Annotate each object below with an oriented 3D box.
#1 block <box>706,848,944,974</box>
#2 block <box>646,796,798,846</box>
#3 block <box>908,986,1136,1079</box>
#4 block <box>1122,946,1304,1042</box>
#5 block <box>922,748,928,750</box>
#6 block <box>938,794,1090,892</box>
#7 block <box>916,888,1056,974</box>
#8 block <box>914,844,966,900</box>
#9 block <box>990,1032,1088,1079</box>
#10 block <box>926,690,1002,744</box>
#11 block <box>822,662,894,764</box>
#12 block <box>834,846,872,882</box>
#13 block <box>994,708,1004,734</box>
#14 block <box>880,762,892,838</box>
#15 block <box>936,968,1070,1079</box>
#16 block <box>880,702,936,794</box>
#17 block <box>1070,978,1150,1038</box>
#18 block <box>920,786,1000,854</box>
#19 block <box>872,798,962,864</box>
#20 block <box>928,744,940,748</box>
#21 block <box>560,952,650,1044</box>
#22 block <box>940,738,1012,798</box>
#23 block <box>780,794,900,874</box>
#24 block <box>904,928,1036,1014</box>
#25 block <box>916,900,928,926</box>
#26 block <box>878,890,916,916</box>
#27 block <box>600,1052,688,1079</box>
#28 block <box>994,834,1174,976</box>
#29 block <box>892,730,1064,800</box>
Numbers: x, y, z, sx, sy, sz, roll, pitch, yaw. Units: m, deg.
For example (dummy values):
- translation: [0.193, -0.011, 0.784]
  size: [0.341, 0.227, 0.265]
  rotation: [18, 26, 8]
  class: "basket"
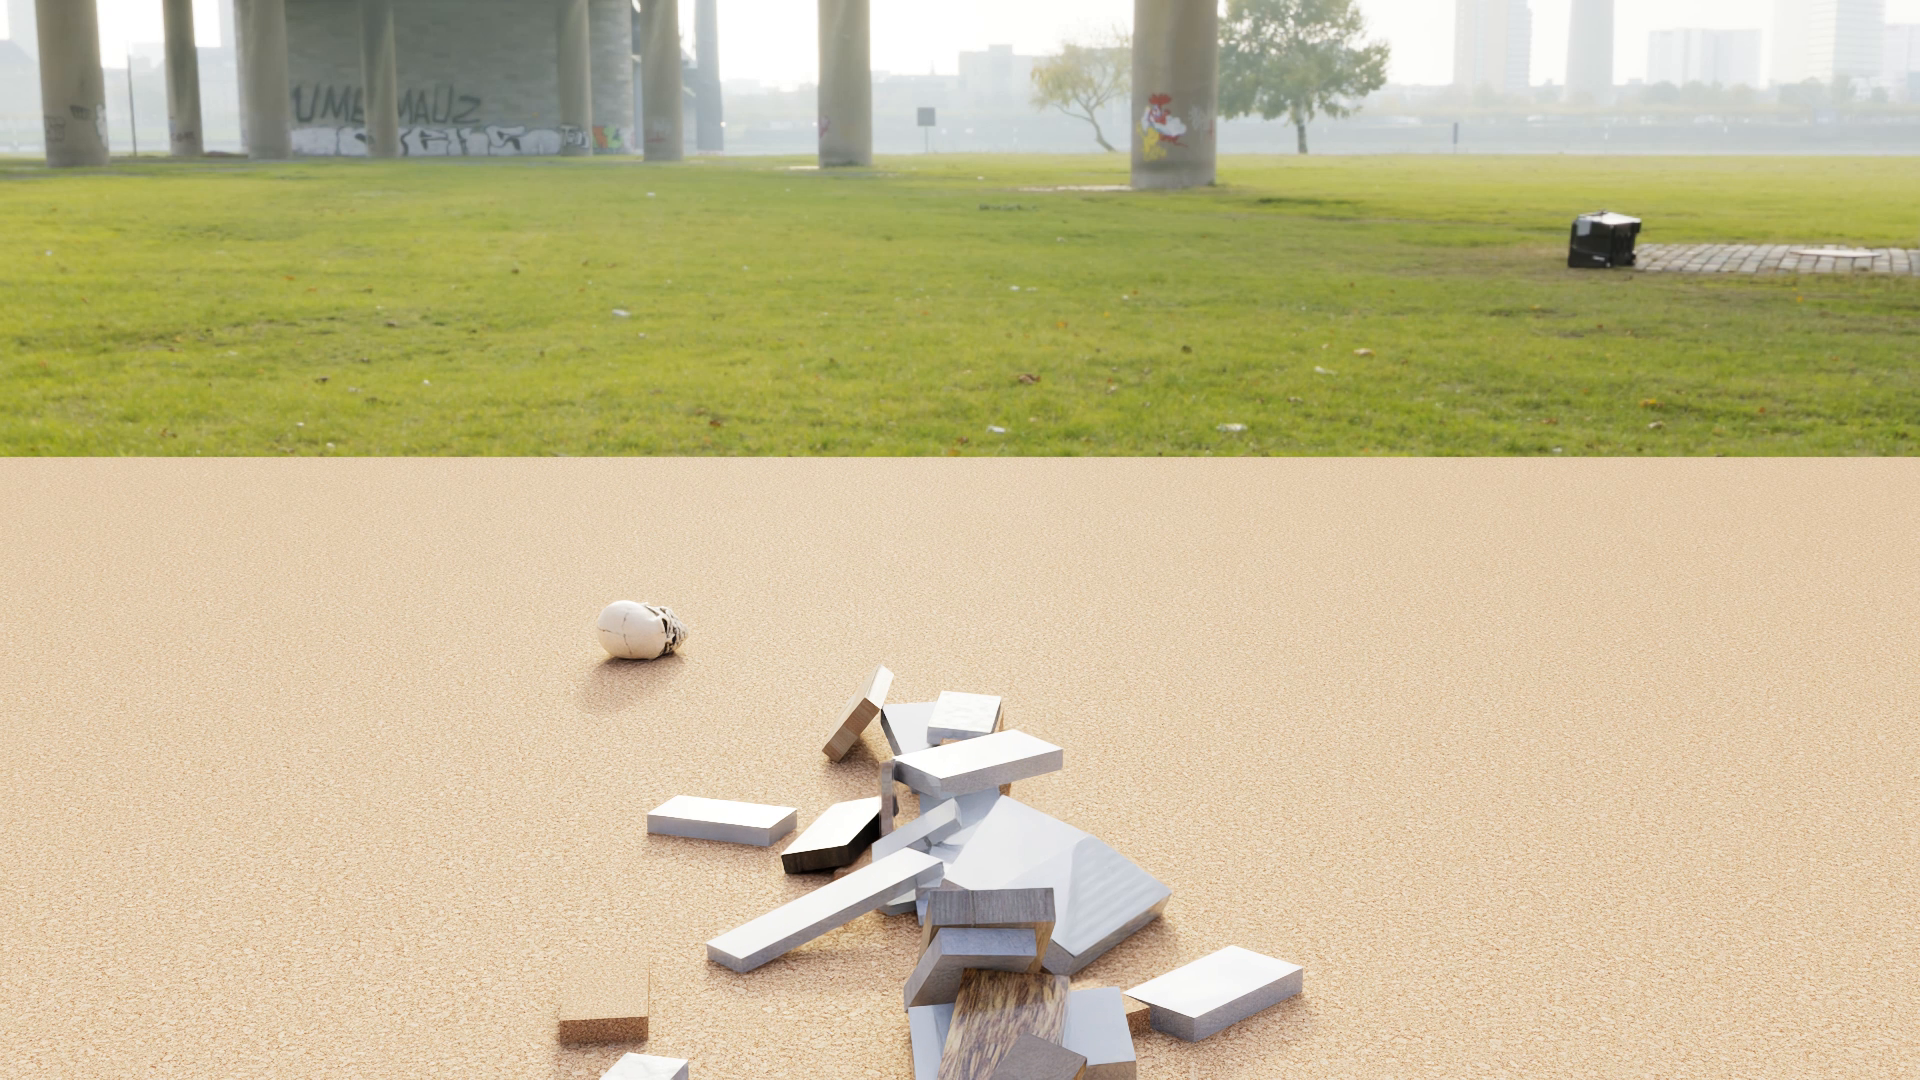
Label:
- translation: [-0.208, 0.582, 3.480]
  size: [0.416, 0.025, 0.090]
  rotation: [-20, 21, -39]
  class: "block"
- translation: [-0.433, 0.510, 4.003]
  size: [0.243, 0.034, 0.121]
  rotation: [4, 11, 20]
  class: "block"
- translation: [0.081, 0.673, 2.929]
  size: [0.288, 0.041, 0.144]
  rotation: [-5, 30, -4]
  class: "block"
- translation: [0.369, 0.658, 3.202]
  size: [0.130, 0.037, 0.261]
  rotation: [10, 14, 43]
  class: "block"
- translation: [-0.007, 0.463, 4.074]
  size: [0.120, 0.034, 0.240]
  rotation: [-1, 27, -3]
  class: "block"
- translation: [0.091, 0.534, 3.584]
  size: [0.167, 0.047, 0.334]
  rotation: [24, 22, 10]
  class: "block"
- translation: [0.032, 0.571, 3.091]
  size: [0.167, 0.047, 0.334]
  rotation: [-1, -29, -5]
  class: "block"
- translation: [-0.019, 0.546, 3.620]
  size: [0.081, 0.023, 0.163]
  rotation: [-3, 16, 11]
  class: "block"
- translation: [0.080, 0.692, 2.741]
  size: [0.090, 0.025, 0.179]
  rotation: [18, 34, 22]
  class: "block"
- translation: [0.009, 0.349, 4.277]
  size: [0.120, 0.034, 0.240]
  rotation: [5, 13, 5]
  class: "block"
- translation: [-0.210, 0.355, 4.553]
  size: [0.041, 0.144, 0.289]
  rotation: [38, 10, -4]
  class: "block"
- translation: [-0.166, 0.559, 3.781]
  size: [0.070, 0.020, 0.140]
  rotation: [2, 11, 9]
  class: "block"
- translation: [0.009, 0.404, 4.557]
  size: [0.144, 0.041, 0.289]
  rotation: [1, 11, 5]
  class: "block"
- translation: [-0.130, 0.472, 3.889]
  size: [0.020, 0.140, 0.070]
  rotation: [0, -28, -3]
  class: "block"
- translation: [0.054, 0.672, 2.851]
  size: [0.144, 0.041, 0.288]
  rotation: [3, 31, 10]
  class: "block"
- translation: [-0.057, 0.408, 4.356]
  size: [0.144, 0.041, 0.289]
  rotation: [-3, 24, -14]
  class: "block"
- translation: [0.124, 0.681, 3.080]
  size: [0.261, 0.037, 0.131]
  rotation: [-8, 13, -35]
  class: "block"
- translation: [0.000, 0.503, 3.821]
  size: [0.140, 0.040, 0.281]
  rotation: [1, 26, -1]
  class: "block"
- translation: [-0.073, 0.503, 3.737]
  size: [0.163, 0.023, 0.081]
  rotation: [-30, 17, 7]
  class: "block"
- translation: [0.000, 0.424, 4.231]
  size: [0.120, 0.034, 0.240]
  rotation: [4, 27, -2]
  class: "block"
- translation: [-0.512, 0.662, 3.187]
  size: [0.121, 0.034, 0.243]
  rotation: [-1, 11, -7]
  class: "block"
- translation: [0.017, 0.459, 4.002]
  size: [0.140, 0.040, 0.281]
  rotation: [4, 27, 6]
  class: "block"
- translation: [-0.209, 0.518, 3.890]
  size: [0.121, 0.034, 0.298]
  rotation: [-11, 7, 16]
  class: "block"
- translation: [0.011, 0.600, 3.054]
  size: [0.131, 0.037, 0.261]
  rotation: [3, -29, -12]
  class: "block"
- translation: [0.000, 0.589, 3.551]
  size: [0.140, 0.020, 0.070]
  rotation: [-7, 20, -3]
  class: "block"
- translation: [-0.077, 0.589, 3.623]
  size: [0.126, 0.018, 0.063]
  rotation: [-7, 12, -32]
  class: "block"
- translation: [-0.431, 0.724, 2.879]
  size: [0.090, 0.025, 0.179]
  rotation: [3, 11, 15]
  class: "block"
- translation: [0.185, 0.572, 3.455]
  size: [0.167, 0.047, 0.334]
  rotation: [33, 24, 22]
  class: "block"
- translation: [0.033, 0.402, 3.951]
  size: [0.281, 0.040, 0.140]
  rotation: [-9, 16, -37]
  class: "block"
